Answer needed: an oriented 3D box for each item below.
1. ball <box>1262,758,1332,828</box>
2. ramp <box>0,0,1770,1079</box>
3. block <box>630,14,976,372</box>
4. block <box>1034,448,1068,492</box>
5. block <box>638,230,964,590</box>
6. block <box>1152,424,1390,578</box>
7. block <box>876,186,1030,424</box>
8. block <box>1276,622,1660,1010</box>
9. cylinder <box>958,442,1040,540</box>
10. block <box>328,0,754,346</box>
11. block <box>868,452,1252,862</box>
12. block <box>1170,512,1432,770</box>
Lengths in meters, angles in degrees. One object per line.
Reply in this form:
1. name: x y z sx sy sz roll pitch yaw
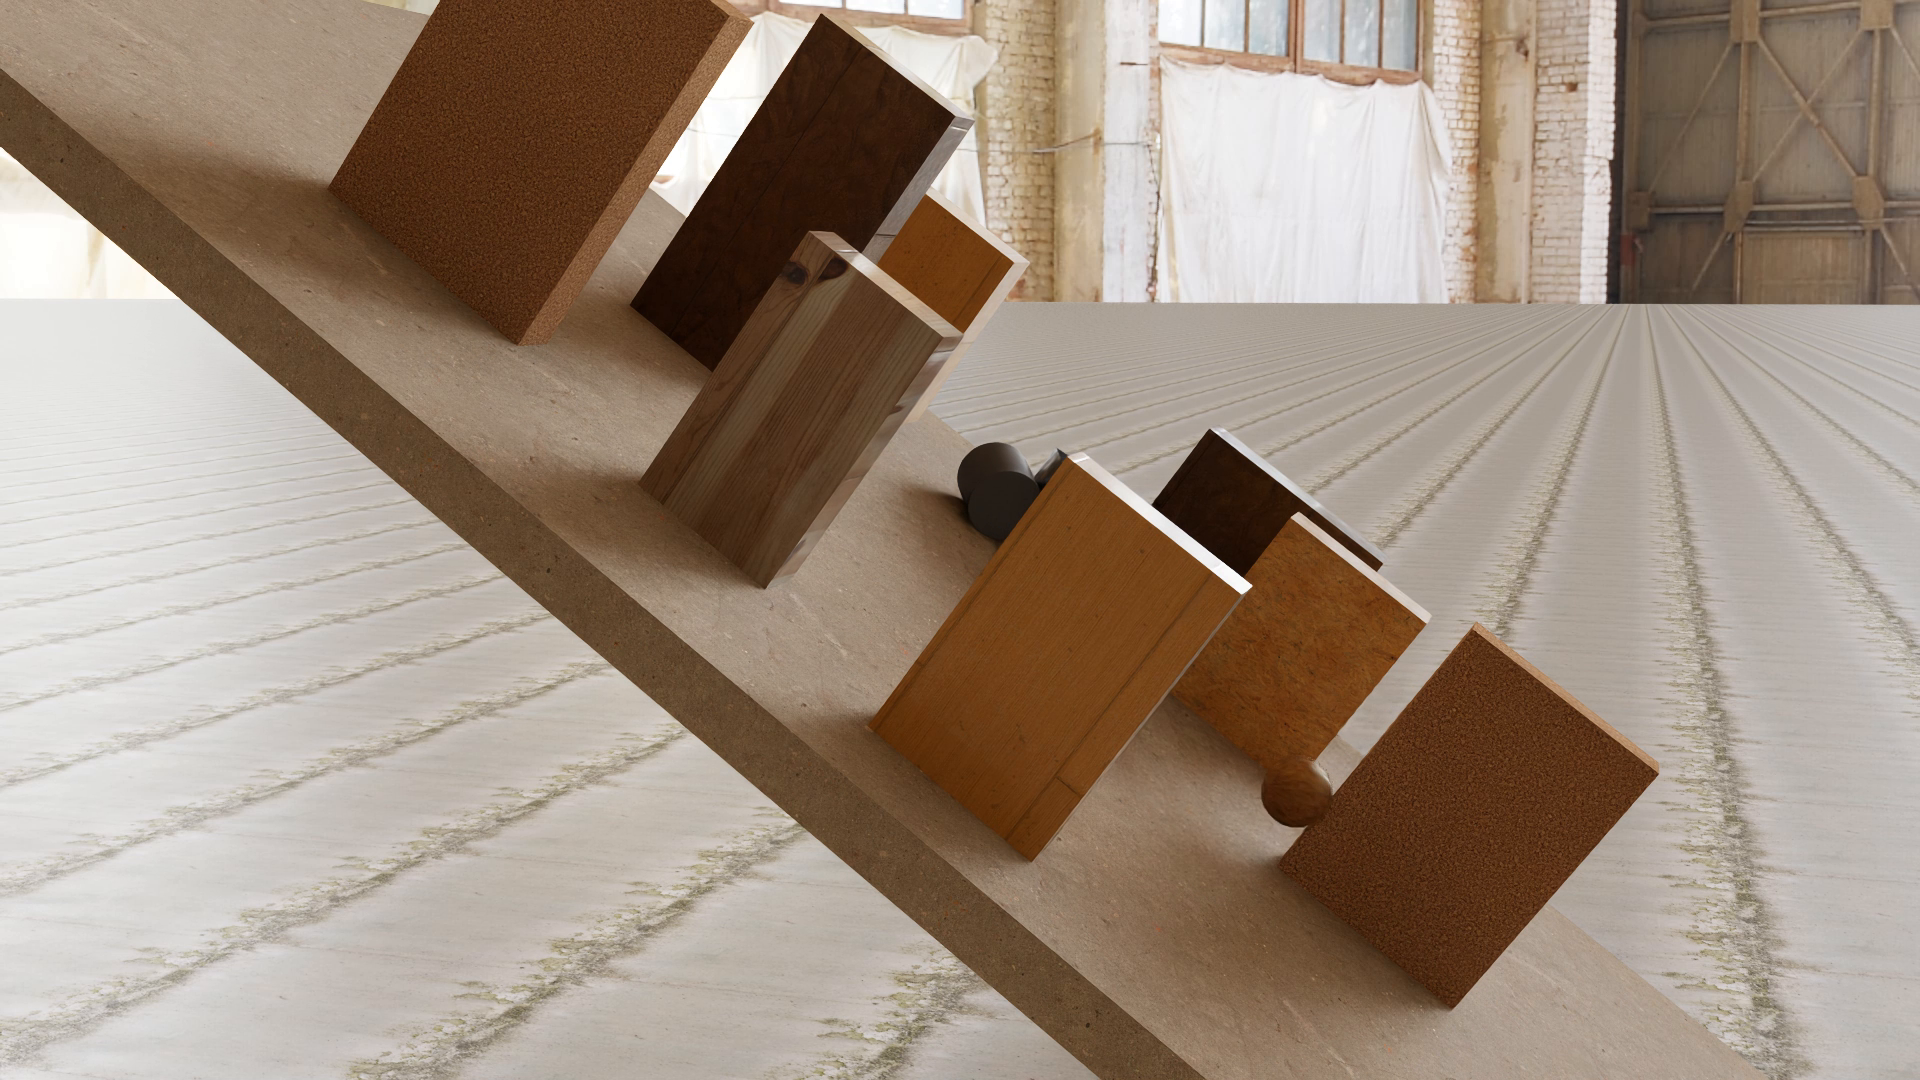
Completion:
1. ball: 0.585 0.439 3.825 0.121 0.121 0.121 0 7 0
2. ramp: -0.060 0.122 4.068 4.000 0.100 2.000 39 16 9
3. block: -0.310 -0.631 4.261 0.330 0.682 0.130 39 16 9
4. block: 0.239 -0.028 4.578 0.199 0.199 0.199 30 17 -21
5. block: -0.255 -0.206 3.489 0.272 0.498 0.111 39 16 9
6. block: 0.576 0.070 4.579 0.446 0.430 0.110 39 16 9
7. block: -0.103 -0.520 4.831 0.295 0.438 0.129 39 16 9
8. block: 0.875 0.478 3.814 0.386 0.547 0.087 39 16 9
9. cylinder: 0.081 -0.102 4.541 0.154 0.154 0.154 -1 25 -9
10. block: -0.716 -0.731 3.720 0.447 0.665 0.106 39 16 9
11. block: 0.142 0.171 3.220 0.316 0.510 0.090 39 16 9
12. block: 0.661 0.217 4.339 0.329 0.426 0.109 39 16 9
